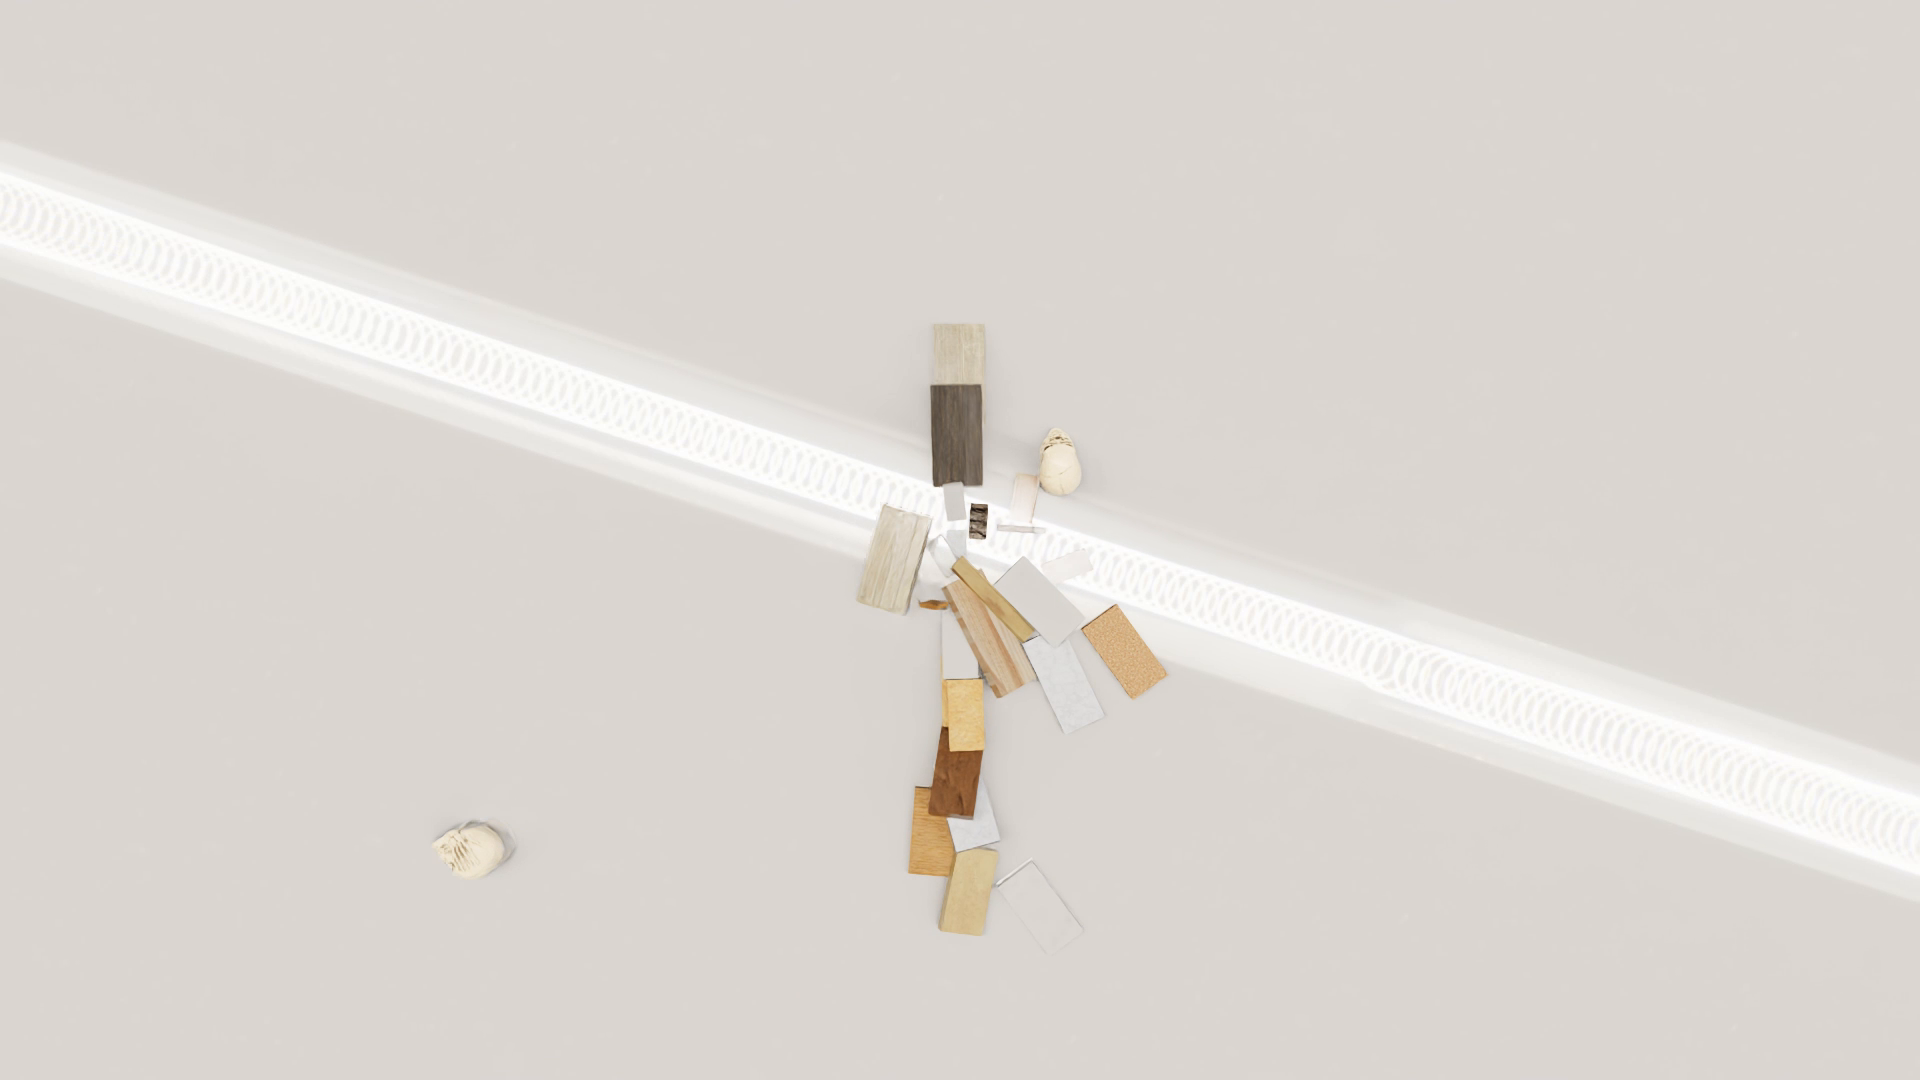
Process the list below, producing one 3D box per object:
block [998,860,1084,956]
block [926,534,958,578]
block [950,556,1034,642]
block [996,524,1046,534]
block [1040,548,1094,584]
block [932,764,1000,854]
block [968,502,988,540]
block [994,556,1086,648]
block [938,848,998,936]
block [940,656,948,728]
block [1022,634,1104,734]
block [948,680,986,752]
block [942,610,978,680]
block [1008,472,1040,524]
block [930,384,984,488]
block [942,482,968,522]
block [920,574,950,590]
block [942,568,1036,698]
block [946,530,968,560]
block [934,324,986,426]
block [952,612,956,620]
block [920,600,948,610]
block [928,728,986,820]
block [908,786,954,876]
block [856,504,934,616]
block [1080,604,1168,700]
[{"bbox_3d":[0.267,1.223,5.480,0.143,0.040,0.285,-37,90,0],"label":"block"},{"bbox_3d":[-0.054,0.053,5.464,0.067,0.019,0.134,-36,73,13],"label":"block"},{"bbox_3d":[0.109,0.196,5.445,0.350,0.017,0.060,46,63,-9],"label":"block"},{"bbox_3d":[0.203,-0.036,5.460,0.159,0.080,0.023,3,90,0],"label":"block"},{"bbox_3d":[0.356,0.091,5.489,0.159,0.023,0.080,-21,90,0],"label":"block"},{"bbox_3d":[0.020,0.867,5.426,0.148,0.042,0.296,-14,72,-7],"label":"block"},{"bbox_3d":[0.061,-0.062,5.491,0.060,0.017,0.121,4,90,0],"label":"block"},{"bbox_3d":[0.263,0.206,5.450,0.144,0.041,0.289,-44,84,-2],"label":"block"},{"bbox_3d":[0.028,1.159,5.459,0.143,0.040,0.285,12,90,-18],"label":"block"},{"bbox_3d":[-0.002,0.502,5.464,0.116,0.033,0.231,-1,80,0],"label":"block"},{"bbox_3d":[0.343,0.463,5.480,0.144,0.041,0.333,-25,90,0],"label":"block"},{"bbox_3d":[0.020,0.576,5.418,0.116,0.033,0.231,-2,80,0],"label":"block"},{"bbox_3d":[-0.001,0.346,5.459,0.116,0.033,0.231,-1,78,0],"label":"block"},{"bbox_3d":[0.215,-0.139,5.489,0.080,0.023,0.159,11,90,0],"label":"block"},{"bbox_3d":[-0.010,-0.345,5.435,0.167,0.047,0.335,-1,100,0],"label":"block"},{"bbox_3d":[-0.017,-0.126,5.458,0.067,0.019,0.134,-7,120,0],"label":"block"},{"bbox_3d":[-0.081,0.138,5.493,0.100,0.014,0.050,-4,90,0],"label":"block"},{"bbox_3d":[0.096,0.307,5.445,0.148,0.042,0.407,-27,90,-28],"label":"block"},{"bbox_3d":[-0.010,0.033,5.491,0.067,0.019,0.134,-3,90,0],"label":"block"},{"bbox_3d":[0.000,-0.548,5.476,0.167,0.047,0.335,-1,90,0],"label":"block"},{"bbox_3d":[-0.004,0.213,5.464,0.050,0.014,0.100,-6,78,-1],"label":"block"},{"bbox_3d":[-0.087,0.215,5.444,0.050,0.100,0.014,-16,101,-32],"label":"block"},{"bbox_3d":[-0.009,0.763,5.408,0.148,0.042,0.296,7,63,4],"label":"block"},{"bbox_3d":[-0.089,0.969,5.480,0.143,0.040,0.285,5,90,0],"label":"block"},{"bbox_3d":[-0.217,0.066,5.457,0.167,0.047,0.335,16,91,12],"label":"block"},{"bbox_3d":[0.546,0.372,5.480,0.144,0.041,0.289,-36,90,0],"label":"block"}]
